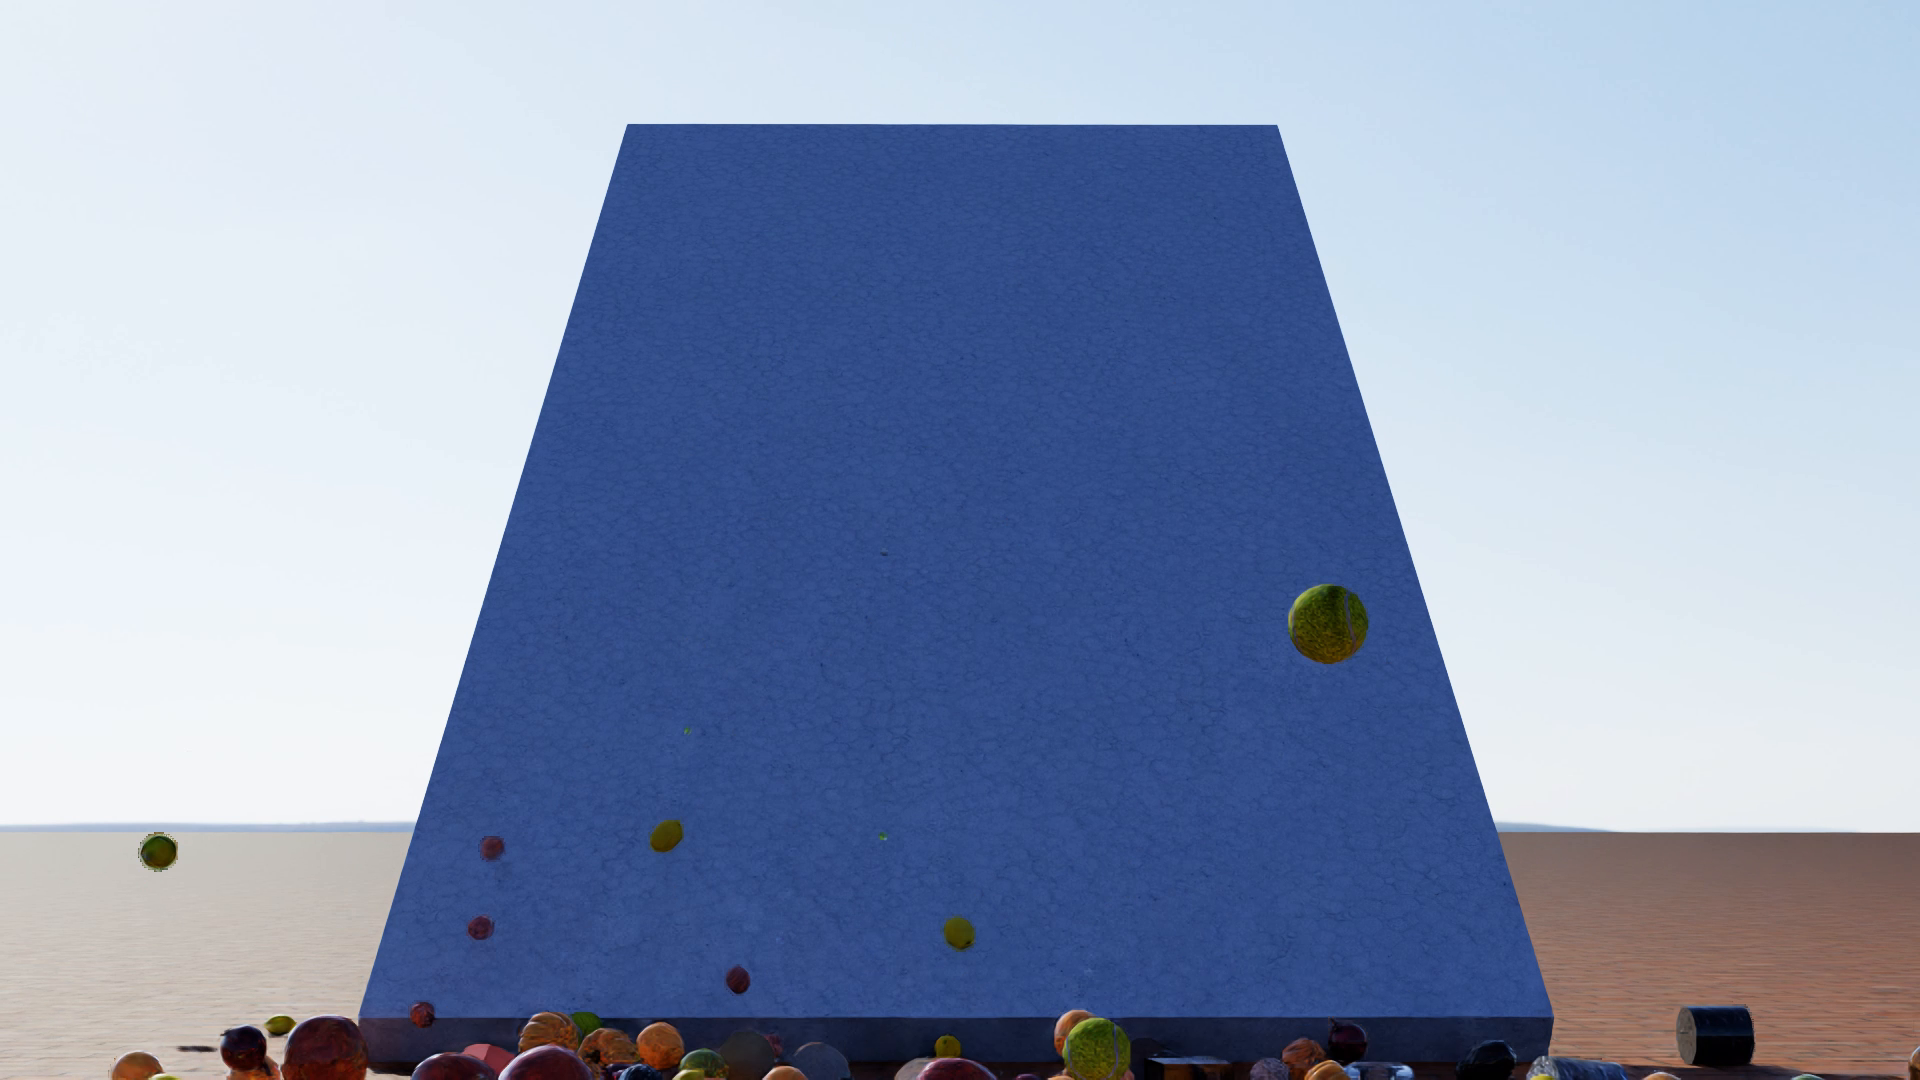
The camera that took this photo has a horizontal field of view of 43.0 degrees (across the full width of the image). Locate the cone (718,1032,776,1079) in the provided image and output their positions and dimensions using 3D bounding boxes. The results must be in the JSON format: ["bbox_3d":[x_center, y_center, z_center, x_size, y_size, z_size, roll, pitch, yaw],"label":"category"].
[{"bbox_3d":[-0.323,0.769,3.601,0.085,0.085,0.085,2,-11,-14],"label":"cone"}]

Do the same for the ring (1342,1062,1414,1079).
[{"bbox_3d":[0.637,0.817,3.710,0.109,0.036,0.109,-1,-5,0],"label":"ring"}]

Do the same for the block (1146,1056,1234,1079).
[{"bbox_3d":[0.298,0.724,3.167,0.093,0.093,0.093,1,-7,-11],"label":"block"}]

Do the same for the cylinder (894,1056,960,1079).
[{"bbox_3d":[-0.044,0.702,3.039,0.090,0.090,0.090,0,5,3],"label":"cylinder"}]

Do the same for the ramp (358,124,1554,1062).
[{"bbox_3d":[-0.014,-0.198,5.803,2.000,0.100,4.000,0,31,0],"label":"ramp"}]

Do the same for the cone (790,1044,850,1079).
[{"bbox_3d":[-0.210,0.789,3.549,0.088,0.088,0.088,1,-27,-11],"label":"cone"}]

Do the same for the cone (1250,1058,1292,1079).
[{"bbox_3d":[0.432,0.729,3.356,0.056,0.056,0.056,-2,10,14],"label":"cone"}]

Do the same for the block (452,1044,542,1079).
[{"bbox_3d":[-0.608,0.709,3.165,0.080,0.080,0.080,32,-27,-24],"label":"block"}]

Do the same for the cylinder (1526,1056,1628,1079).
[{"bbox_3d":[0.782,0.707,3.084,0.097,0.097,0.097,8,-9,-14],"label":"cylinder"}]
